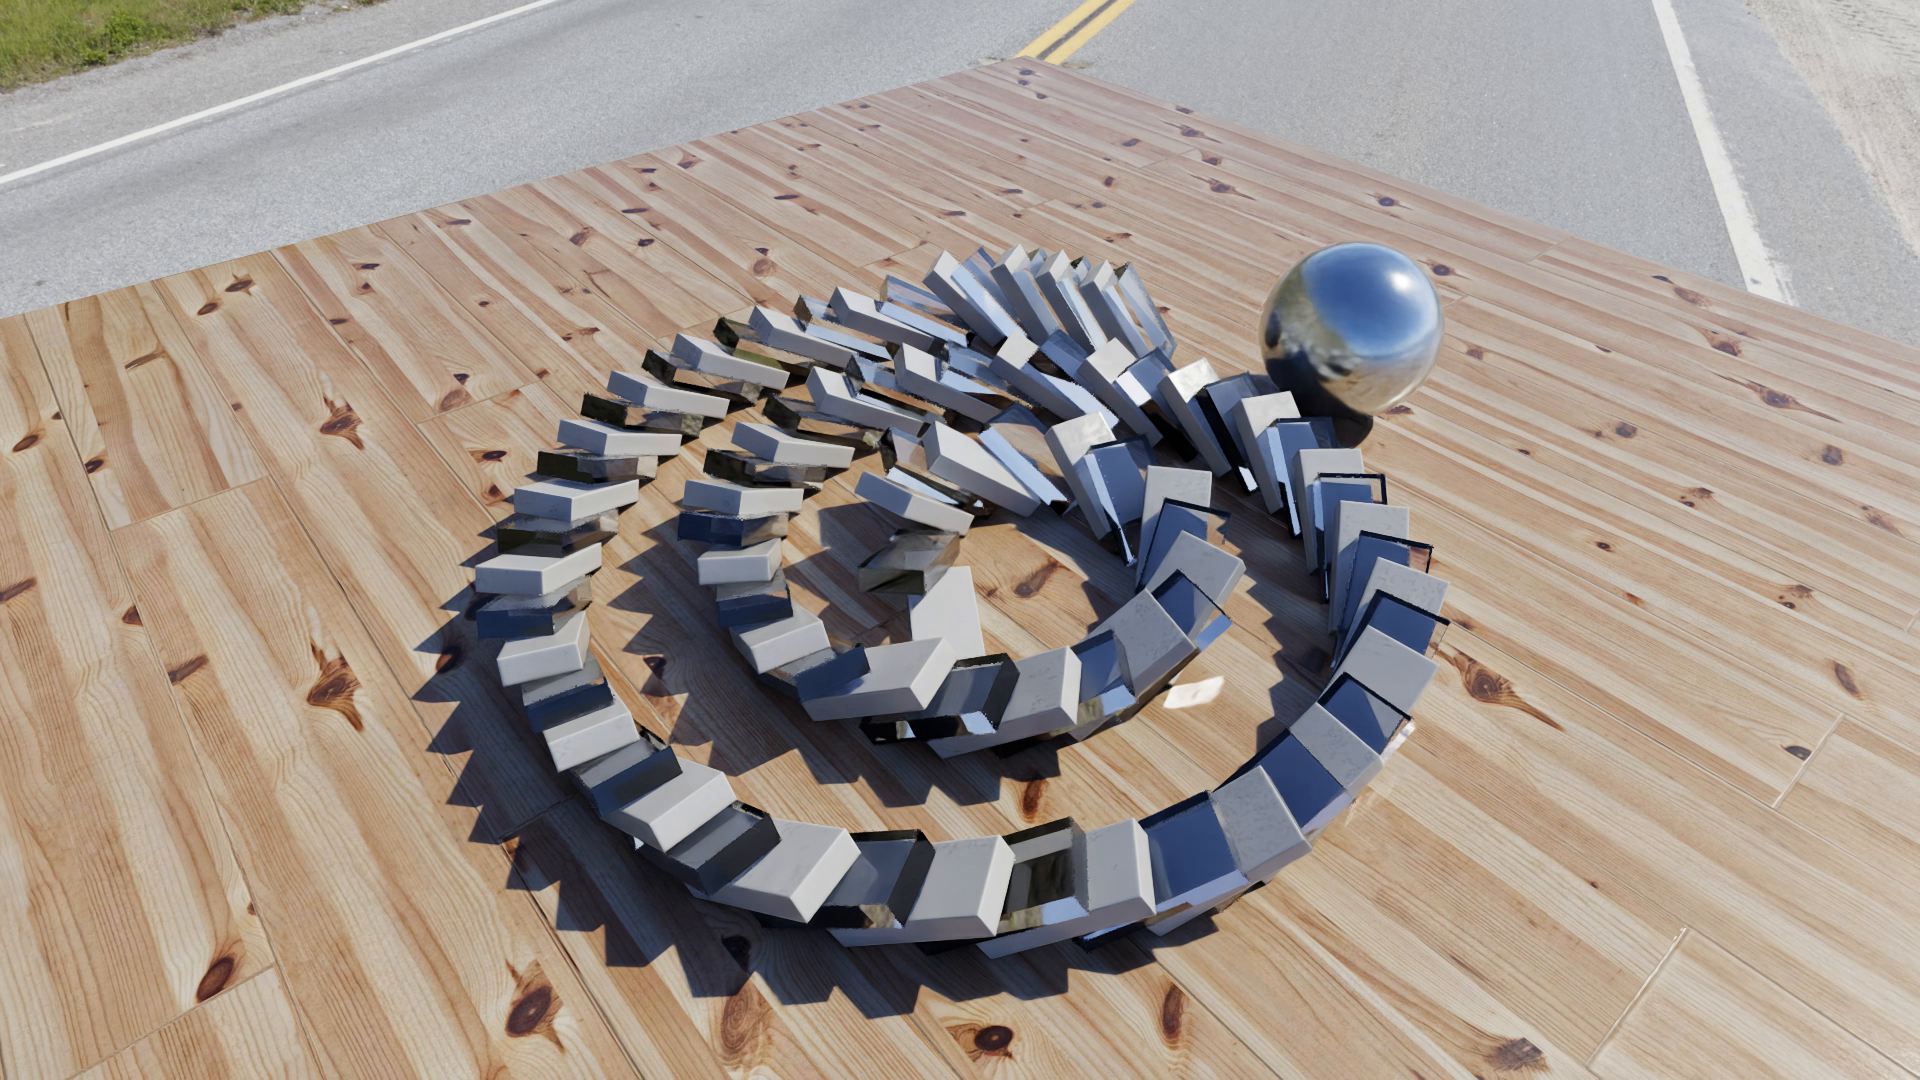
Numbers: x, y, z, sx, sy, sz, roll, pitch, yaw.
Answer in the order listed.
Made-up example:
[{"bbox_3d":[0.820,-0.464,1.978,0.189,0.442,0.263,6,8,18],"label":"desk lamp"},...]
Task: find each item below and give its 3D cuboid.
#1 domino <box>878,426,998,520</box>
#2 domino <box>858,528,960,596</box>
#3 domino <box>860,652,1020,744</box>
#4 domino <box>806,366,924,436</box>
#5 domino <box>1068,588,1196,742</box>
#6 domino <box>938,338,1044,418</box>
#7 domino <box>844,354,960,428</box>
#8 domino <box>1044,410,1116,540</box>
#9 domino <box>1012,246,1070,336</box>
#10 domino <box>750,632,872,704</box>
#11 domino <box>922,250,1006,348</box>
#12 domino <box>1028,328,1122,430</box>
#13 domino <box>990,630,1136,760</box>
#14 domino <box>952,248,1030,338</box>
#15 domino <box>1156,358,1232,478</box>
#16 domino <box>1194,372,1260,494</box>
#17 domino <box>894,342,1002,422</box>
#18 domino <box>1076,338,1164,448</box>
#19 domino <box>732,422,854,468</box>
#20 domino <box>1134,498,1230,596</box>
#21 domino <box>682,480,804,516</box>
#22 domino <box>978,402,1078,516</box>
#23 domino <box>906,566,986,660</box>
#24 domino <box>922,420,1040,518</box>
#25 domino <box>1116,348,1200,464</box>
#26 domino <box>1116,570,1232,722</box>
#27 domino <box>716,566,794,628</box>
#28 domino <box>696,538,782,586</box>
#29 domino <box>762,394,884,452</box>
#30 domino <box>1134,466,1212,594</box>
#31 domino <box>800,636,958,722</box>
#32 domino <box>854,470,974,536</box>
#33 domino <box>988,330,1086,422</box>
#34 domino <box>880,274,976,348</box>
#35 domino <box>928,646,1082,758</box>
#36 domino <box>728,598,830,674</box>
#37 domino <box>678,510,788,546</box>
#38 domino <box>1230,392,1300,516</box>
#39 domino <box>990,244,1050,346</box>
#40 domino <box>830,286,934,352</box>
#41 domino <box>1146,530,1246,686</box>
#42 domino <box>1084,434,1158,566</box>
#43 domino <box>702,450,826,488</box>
[{"bbox_3d":[-0.009,-0.028,0.457,0.050,0.010,0.025,22,31,-28],"label":"domino"},{"bbox_3d":[-0.018,0.008,0.418,0.025,0.010,0.050,2,17,15],"label":"domino"},{"bbox_3d":[-0.007,0.052,0.359,0.050,0.010,0.025,-13,34,35],"label":"domino"},{"bbox_3d":[-0.043,-0.062,0.501,0.050,0.010,0.025,13,30,-32],"label":"domino"},{"bbox_3d":[0.052,0.042,0.371,0.050,0.009,0.025,-40,46,5],"label":"domino"},{"bbox_3d":[0.014,-0.074,0.515,0.050,0.009,0.025,23,34,-19],"label":"domino"},{"bbox_3d":[-0.027,-0.068,0.507,0.050,0.009,0.025,16,29,-30],"label":"domino"},{"bbox_3d":[0.058,-0.027,0.456,0.025,0.010,0.050,-20,76,-24],"label":"domino"},{"bbox_3d":[0.047,-0.122,0.563,0.010,0.050,0.025,-19,27,36],"label":"domino"},{"bbox_3d":[-0.052,0.041,0.373,0.025,0.010,0.050,-23,13,-25],"label":"domino"},{"bbox_3d":[0.005,-0.125,0.572,0.050,0.009,0.025,41,37,-17],"label":"domino"},{"bbox_3d":[0.058,-0.075,0.515,0.050,0.010,0.025,41,43,0],"label":"domino"},{"bbox_3d":[0.032,0.051,0.362,0.050,0.009,0.025,-27,36,18],"label":"domino"},{"bbox_3d":[0.020,-0.127,0.573,0.050,0.010,0.025,47,40,-8],"label":"domino"},{"bbox_3d":[0.112,-0.055,0.489,0.025,0.010,0.050,-27,81,-29],"label":"domino"},{"bbox_3d":[0.125,-0.047,0.479,0.025,0.010,0.050,-19,77,-24],"label":"domino"},{"bbox_3d":[-0.006,-0.072,0.513,0.050,0.010,0.025,21,33,-22],"label":"domino"},{"bbox_3d":[0.080,-0.068,0.508,0.050,0.009,0.025,47,52,6],"label":"domino"},{"bbox_3d":[-0.071,-0.041,0.473,0.025,0.009,0.050,26,14,29],"label":"domino"},{"bbox_3d":[0.082,0.011,0.410,0.025,0.009,0.050,15,73,17],"label":"domino"},{"bbox_3d":[-0.086,-0.018,0.444,0.025,0.010,0.050,12,7,19],"label":"domino"},{"bbox_3d":[0.034,-0.035,0.468,0.050,0.010,0.025,45,46,11],"label":"domino"},{"bbox_3d":[-0.006,0.030,0.407,0.025,0.010,0.050,-4,39,-5],"label":"domino"},{"bbox_3d":[0.009,-0.029,0.459,0.050,0.010,0.025,24,32,-25],"label":"domino"},{"bbox_3d":[0.096,-0.061,0.499,0.025,0.010,0.050,-34,82,-35],"label":"domino"},{"bbox_3d":[0.066,0.036,0.379,0.050,0.009,0.025,-43,47,2],"label":"domino"},{"bbox_3d":[-0.075,0.020,0.400,0.025,0.010,0.050,-9,10,-11],"label":"domino"},{"bbox_3d":[-0.082,0.008,0.414,0.025,0.010,0.050,-3,7,-4],"label":"domino"},{"bbox_3d":[-0.060,-0.052,0.487,0.050,0.010,0.025,5,25,-49],"label":"domino"},{"bbox_3d":[0.083,-0.003,0.427,0.025,0.010,0.050,6,72,6],"label":"domino"},{"bbox_3d":[-0.028,0.047,0.367,0.050,0.009,0.025,-12,28,37],"label":"domino"},{"bbox_3d":[-0.017,-0.014,0.436,0.025,0.009,0.050,26,5,29],"label":"domino"},{"bbox_3d":[0.040,-0.076,0.519,0.050,0.009,0.025,34,44,-3],"label":"domino"},{"bbox_3d":[-0.017,-0.118,0.571,0.050,0.010,0.025,20,35,-20],"label":"domino"},{"bbox_3d":[0.014,0.053,0.358,0.050,0.010,0.025,-20,37,28],"label":"domino"},{"bbox_3d":[-0.064,0.033,0.383,0.025,0.010,0.050,-20,12,-18],"label":"domino"},{"bbox_3d":[-0.088,-0.006,0.430,0.025,0.009,0.050,7,6,10],"label":"domino"},{"bbox_3d":[0.136,-0.037,0.468,0.025,0.010,0.050,-11,73,-18],"label":"domino"},{"bbox_3d":[0.036,-0.124,0.566,0.009,0.050,0.025,-19,27,36],"label":"domino"},{"bbox_3d":[-0.040,-0.112,0.562,0.050,0.010,0.025,13,32,-33],"label":"domino"},{"bbox_3d":[0.078,0.024,0.393,0.025,0.009,0.050,30,83,31],"label":"domino"},{"bbox_3d":[0.071,-0.016,0.444,0.025,0.010,0.050,-13,73,-16],"label":"domino"},{"bbox_3d":[-0.080,-0.029,0.458,0.025,0.009,0.050,18,10,25],"label":"domino"}]
